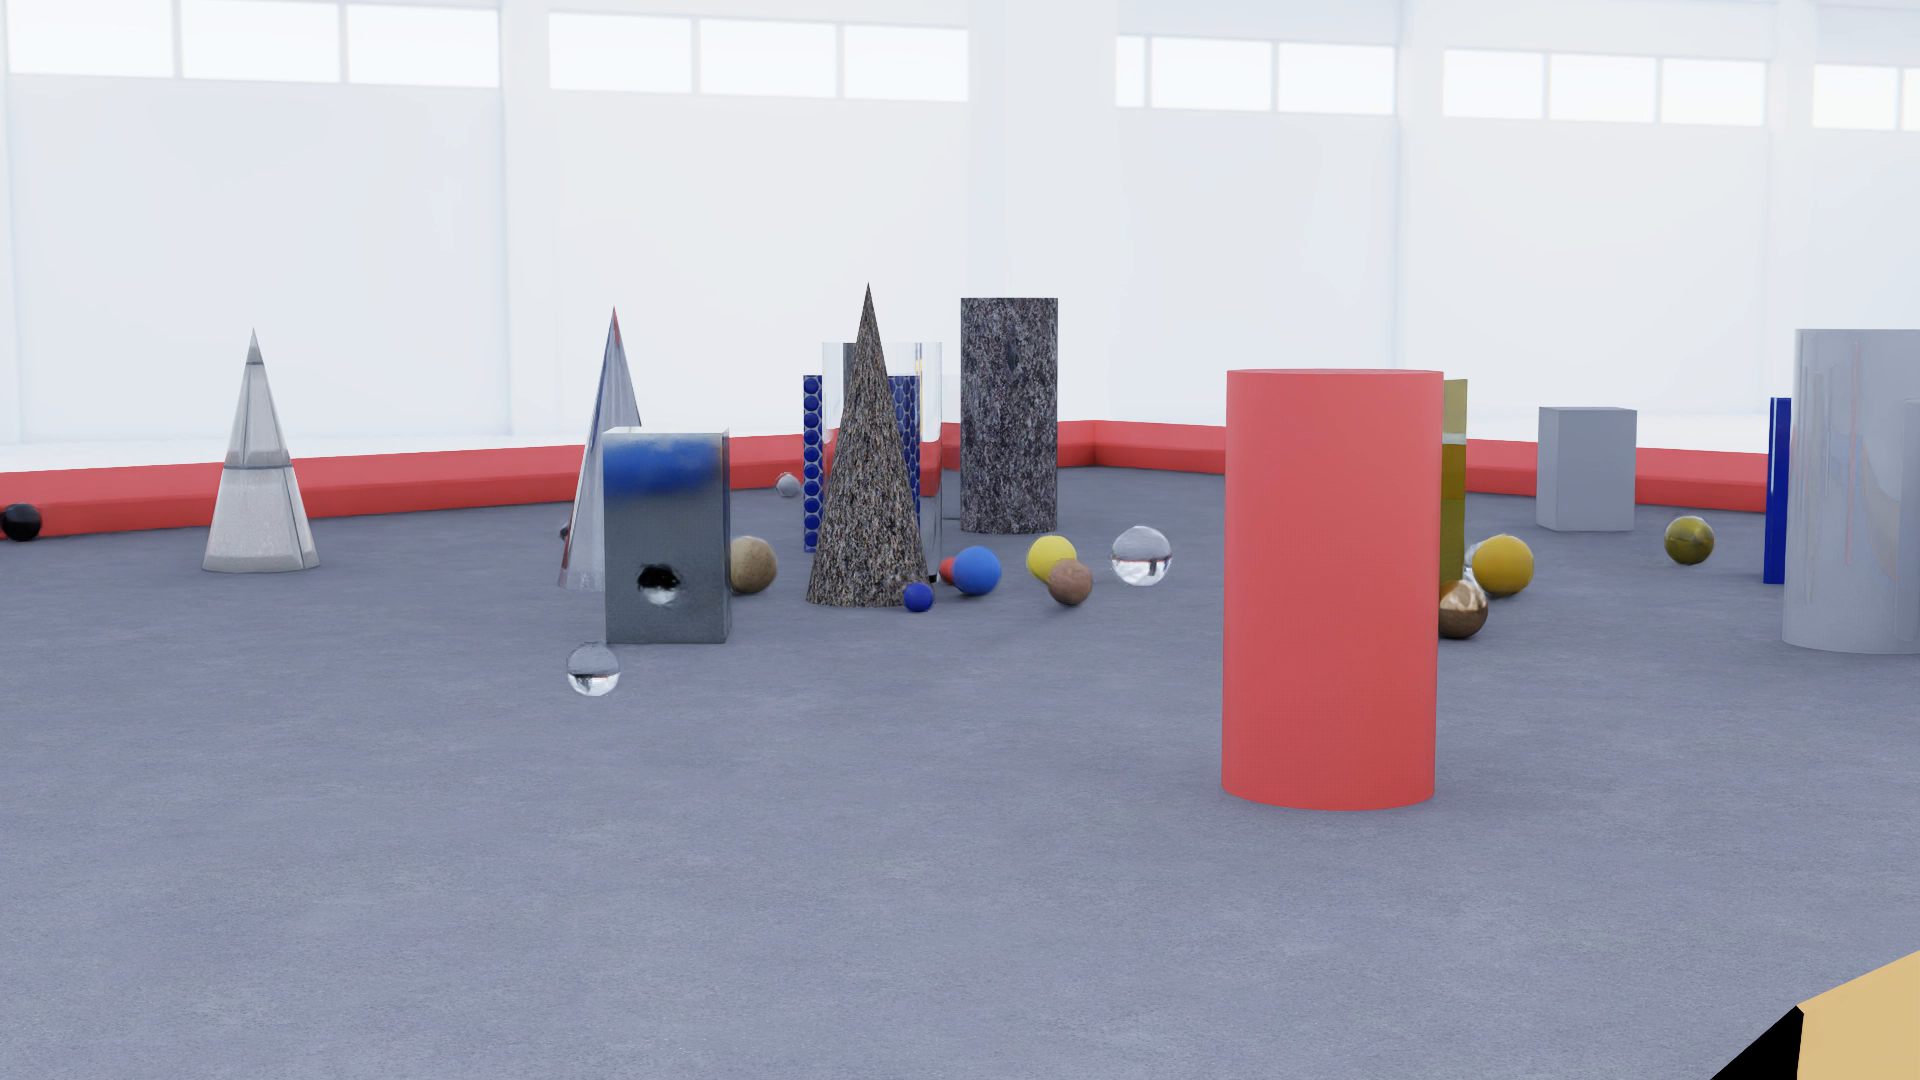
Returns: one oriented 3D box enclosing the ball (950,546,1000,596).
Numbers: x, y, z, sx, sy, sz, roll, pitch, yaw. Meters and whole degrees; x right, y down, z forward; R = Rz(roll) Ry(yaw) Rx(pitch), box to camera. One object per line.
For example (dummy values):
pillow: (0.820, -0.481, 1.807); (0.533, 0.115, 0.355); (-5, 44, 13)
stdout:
ball: (0.024, 0.049, 3.439); (0.077, 0.077, 0.077); (0, 6, 0)

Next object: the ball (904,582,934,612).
ball: (-0.061, 0.084, 3.252); (0.046, 0.046, 0.046); (0, 6, 0)

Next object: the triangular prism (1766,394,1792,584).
triangular prism: (1.396, -0.088, 3.658); (0.171, 0.304, 0.148); (-1, 6, -5)

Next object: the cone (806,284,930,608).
cone: (-0.140, -0.153, 3.378); (0.197, 0.491, 0.197); (0, 6, 0)

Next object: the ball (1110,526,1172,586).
ball: (0.293, 0.026, 3.551); (0.098, 0.098, 0.098); (0, 6, 0)

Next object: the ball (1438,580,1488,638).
ball: (0.677, 0.094, 2.990); (0.081, 0.081, 0.081); (0, 6, 0)

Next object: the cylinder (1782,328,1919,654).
cylinder: (1.210, -0.071, 2.933); (0.197, 0.420, 0.197); (0, 6, 0)

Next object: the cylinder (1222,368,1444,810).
cylinder: (0.344, 0.038, 2.041); (0.197, 0.389, 0.197); (0, 6, 0)

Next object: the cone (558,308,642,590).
cone: (-0.558, -0.155, 3.573); (0.197, 0.455, 0.197); (0, 6, 0)

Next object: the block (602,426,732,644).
block: (-0.398, -0.009, 3.006); (0.158, 0.283, 0.158); (0, 6, -2)

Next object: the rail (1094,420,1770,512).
rail: (1.711, -0.131, 4.902); (0.045, 0.128, 3.957); (-5, 8, -42)

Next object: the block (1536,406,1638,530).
block: (1.286, -0.148, 4.520); (0.158, 0.244, 0.158); (0, 6, 0)

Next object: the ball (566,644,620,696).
ball: (-0.424, 0.151, 2.542); (0.061, 0.061, 0.061); (0, 6, 0)

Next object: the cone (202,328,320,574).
cone: (-1.214, -0.161, 3.800); (0.197, 0.418, 0.197); (0, 6, 0)

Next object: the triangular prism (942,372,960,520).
triangular prism: (0.021, -0.204, 4.737); (0.171, 0.310, 0.148); (3, 7, 27)

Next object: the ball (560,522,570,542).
ball: (-0.730, -0.012, 4.160); (0.048, 0.048, 0.048); (0, 6, 0)

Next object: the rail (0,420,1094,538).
rail: (-1.326, -0.116, 4.761); (4.704, 0.128, 0.045); (-5, 8, -42)

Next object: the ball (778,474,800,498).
ball: (-0.409, -0.128, 5.243); (0.055, 0.055, 0.055); (0, 6, 0)

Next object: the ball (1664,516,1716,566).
ball: (1.277, 0.001, 3.851); (0.086, 0.086, 0.086); (0, 6, 0)

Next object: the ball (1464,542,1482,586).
ball: (0.848, 0.039, 3.536); (0.076, 0.076, 0.076); (0, 6, 0)

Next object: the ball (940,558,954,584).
ball: (-0.013, 0.051, 3.581); (0.042, 0.042, 0.042); (0, 6, 0)

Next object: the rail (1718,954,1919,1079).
rail: (1.326, 0.183, 1.903); (4.704, 0.128, 0.045); (-5, 8, -42)

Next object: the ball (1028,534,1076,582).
ball: (0.151, 0.031, 3.593); (0.080, 0.080, 0.080); (0, 6, 0)

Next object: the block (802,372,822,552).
block: (-0.215, -0.148, 4.122); (0.158, 0.327, 0.158); (0, 6, -5)

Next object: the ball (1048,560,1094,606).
ball: (0.167, 0.064, 3.327); (0.070, 0.070, 0.070); (0, 6, 0)

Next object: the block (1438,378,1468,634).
block: (0.593, -0.049, 3.061); (0.158, 0.350, 0.158); (5, 8, 41)

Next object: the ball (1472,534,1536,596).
ball: (0.848, 0.040, 3.431); (0.096, 0.096, 0.096); (0, 6, 0)

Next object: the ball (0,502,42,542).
ball: (-1.813, -0.035, 4.246); (0.076, 0.076, 0.076); (0, 6, 0)

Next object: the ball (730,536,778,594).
ball: (-0.333, 0.040, 3.459); (0.090, 0.090, 0.090); (0, 6, 0)

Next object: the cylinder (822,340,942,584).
cylinder: (-0.129, -0.130, 3.634); (0.197, 0.393, 0.197); (0, 6, 0)

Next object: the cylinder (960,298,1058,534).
cylinder: (0.099, -0.255, 4.457); (0.197, 0.470, 0.197); (0, 6, 0)
